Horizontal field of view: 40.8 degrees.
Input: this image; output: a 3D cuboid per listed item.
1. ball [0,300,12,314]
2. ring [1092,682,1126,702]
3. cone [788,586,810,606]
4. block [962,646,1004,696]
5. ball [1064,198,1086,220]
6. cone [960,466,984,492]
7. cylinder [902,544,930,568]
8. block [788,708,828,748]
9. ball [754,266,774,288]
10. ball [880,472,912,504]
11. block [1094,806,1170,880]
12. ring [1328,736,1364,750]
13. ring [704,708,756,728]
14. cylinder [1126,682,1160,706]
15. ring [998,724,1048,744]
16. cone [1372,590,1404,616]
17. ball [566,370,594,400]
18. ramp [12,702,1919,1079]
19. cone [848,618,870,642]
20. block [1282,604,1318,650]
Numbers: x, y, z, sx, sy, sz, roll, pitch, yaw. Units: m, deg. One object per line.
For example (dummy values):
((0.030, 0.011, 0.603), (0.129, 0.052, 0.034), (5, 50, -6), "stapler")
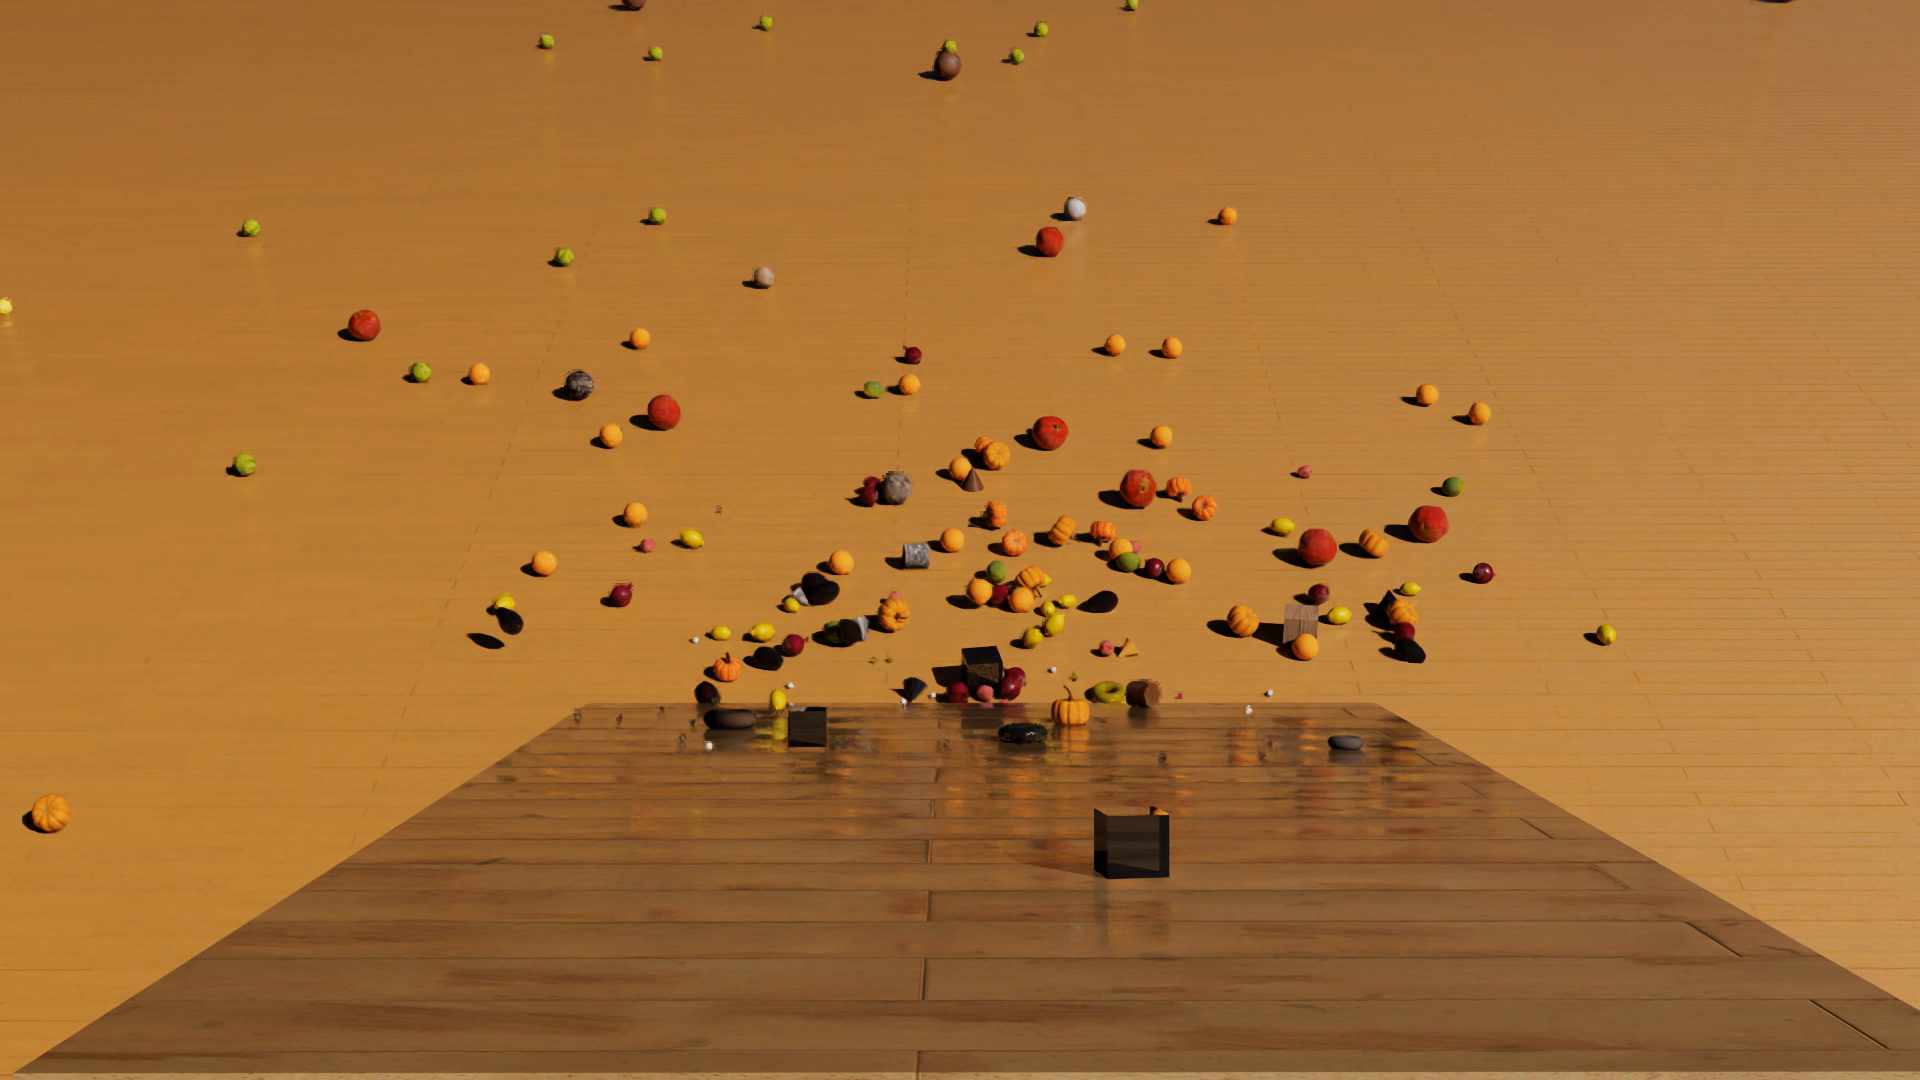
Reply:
((-3.477, -0.847, 9.377), (0.055, 0.055, 0.055), (0, 25, 0), "ball")
((0.391, 0.401, 6.764), (0.093, 0.031, 0.093), (1, 26, 0), "ring")
((-0.443, 0.170, 7.259), (0.057, 0.057, 0.057), (37, 35, 8), "cone")
((0.058, 0.346, 6.806), (0.094, 0.094, 0.094), (-4, 26, -9), "block")
((0.462, -1.327, 10.356), (0.087, 0.087, 0.087), (0, 25, 0), "ball")
((0.038, -0.197, 7.980), (0.072, 0.072, 0.072), (0, 25, 0), "cone")
((-0.128, 0.046, 7.472), (0.069, 0.069, 0.069), (-4, 26, -8), "cylinder")
((-0.328, 0.404, 5.562), (0.078, 0.078, 0.078), (0, 2, -1), "block")
((-0.733, -0.983, 9.636), (0.081, 0.081, 0.081), (0, 25, 0), "ball")
((-0.194, -0.157, 7.871), (0.095, 0.095, 0.095), (0, 25, 0), "ball")
((0.253, 0.447, 3.809), (0.092, 0.092, 0.092), (0, 2, -10), "block")
((0.823, 0.432, 5.500), (0.075, 0.025, 0.075), (1, 1, 0), "ring")
((-0.532, 0.412, 5.953), (0.120, 0.040, 0.120), (1, 1, 0), "ring")
((0.457, 0.386, 6.457), (0.062, 0.062, 0.062), (1, 20, 41), "cylinder")
((0.137, 0.423, 5.642), (0.109, 0.036, 0.109), (-1, 2, 0), "ring")
((1.181, 0.194, 7.195), (0.081, 0.081, 0.081), (-30, 29, -1), "cone")
((-1.275, -0.519, 8.637), (0.095, 0.095, 0.095), (0, 25, 0), "ball")
((0.058, 0.521, 4.560), (2.000, 0.100, 4.000), (0, 2, 0), "ramp")
((-0.270, 0.257, 7.072), (0.064, 0.064, 0.064), (-7, 57, -15), "cone")
((0.930, 0.237, 7.041), (0.090, 0.090, 0.090), (4, 26, 8), "block")
